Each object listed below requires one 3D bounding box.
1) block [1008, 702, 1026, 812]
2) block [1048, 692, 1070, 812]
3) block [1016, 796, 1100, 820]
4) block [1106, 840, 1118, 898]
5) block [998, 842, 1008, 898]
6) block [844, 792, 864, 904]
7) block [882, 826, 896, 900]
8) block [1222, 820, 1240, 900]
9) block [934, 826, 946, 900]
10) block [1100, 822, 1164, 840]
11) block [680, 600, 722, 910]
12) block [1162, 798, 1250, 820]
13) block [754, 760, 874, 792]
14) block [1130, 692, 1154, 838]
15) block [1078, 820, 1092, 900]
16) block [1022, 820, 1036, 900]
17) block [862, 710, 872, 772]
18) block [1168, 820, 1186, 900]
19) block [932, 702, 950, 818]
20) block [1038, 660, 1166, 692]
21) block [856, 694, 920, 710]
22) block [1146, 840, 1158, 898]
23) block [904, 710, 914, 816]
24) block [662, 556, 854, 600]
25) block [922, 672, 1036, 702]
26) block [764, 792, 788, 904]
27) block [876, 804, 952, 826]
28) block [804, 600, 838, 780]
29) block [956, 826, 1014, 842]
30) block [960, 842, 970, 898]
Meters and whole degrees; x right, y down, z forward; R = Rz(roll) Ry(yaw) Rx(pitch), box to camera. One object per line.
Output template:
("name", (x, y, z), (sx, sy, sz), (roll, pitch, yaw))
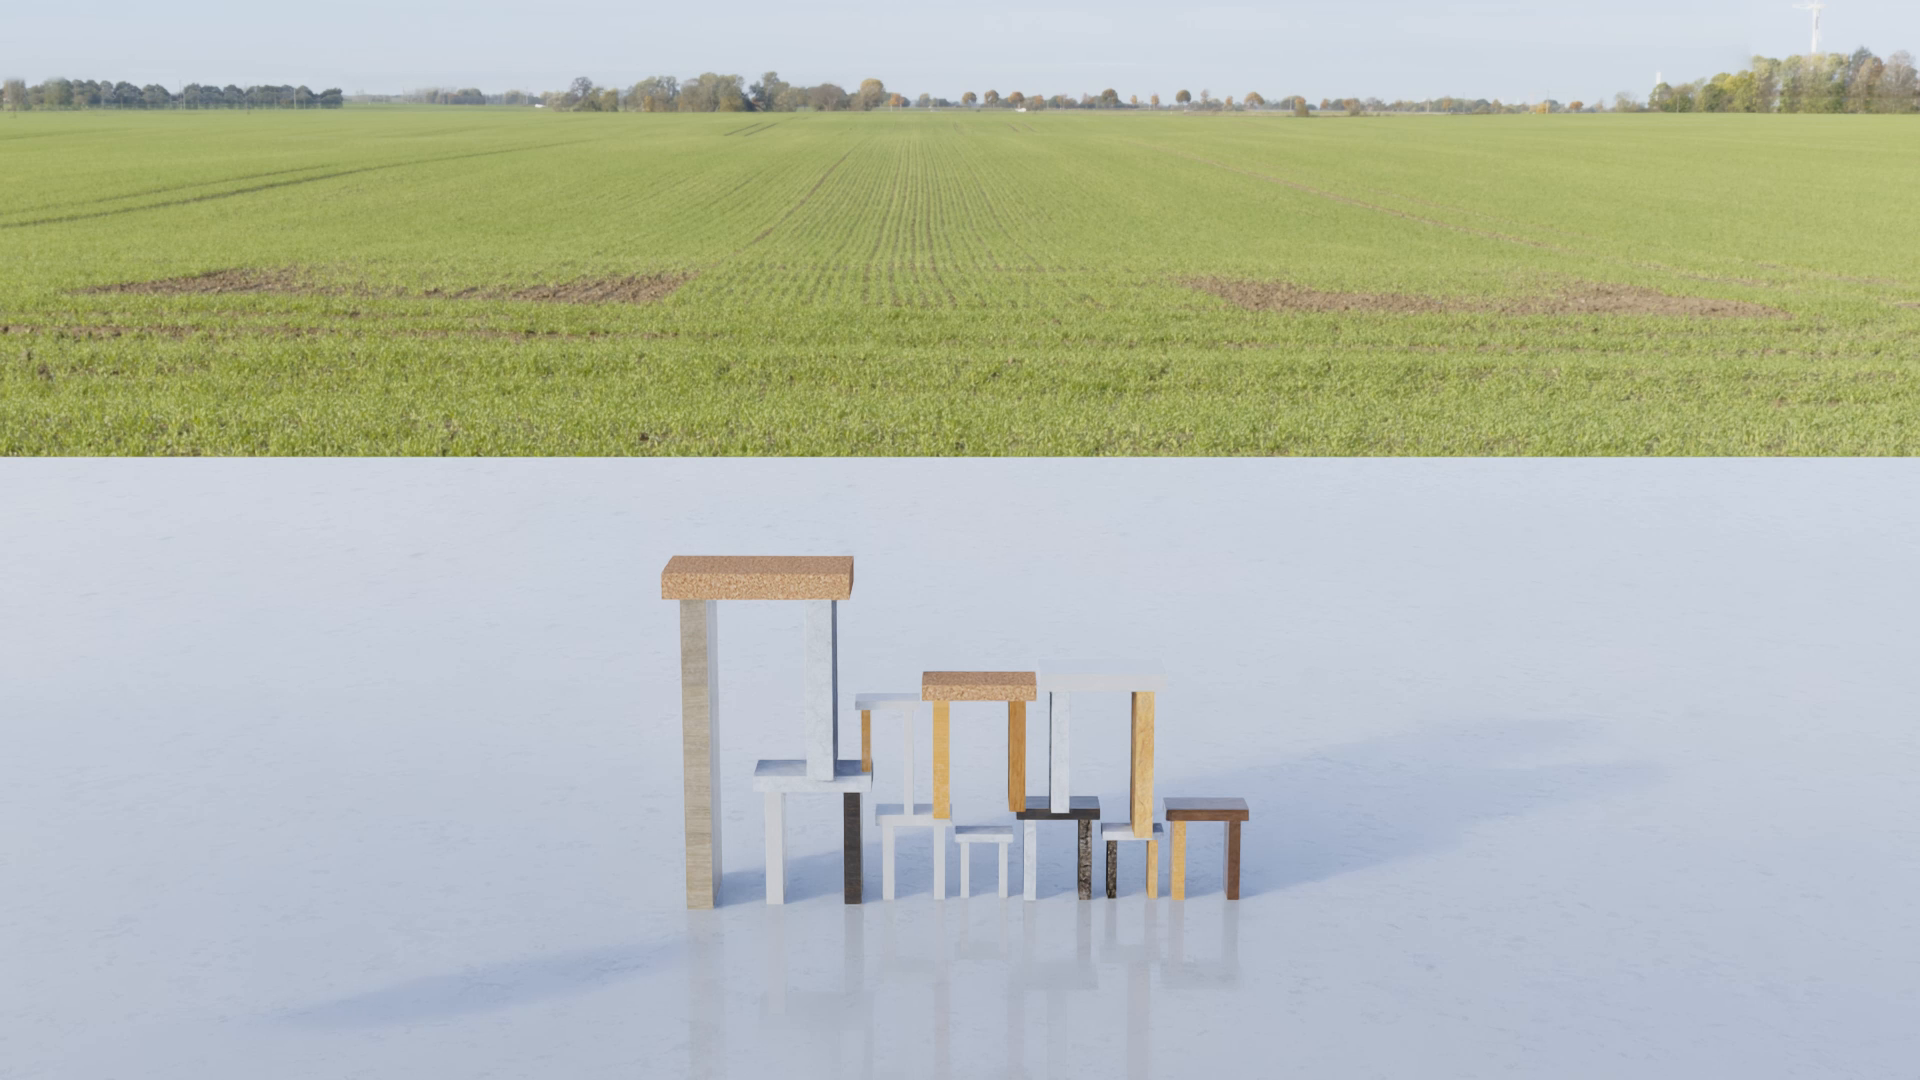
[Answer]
("block", (0.093, 0.344, 3.623), (0.026, 0.186, 0.093), (0, 11, 0))
("block", (0.164, 0.335, 3.619), (0.029, 0.204, 0.102), (0, 11, 0))
("block", (0.162, 0.444, 3.646), (0.138, 0.020, 0.069), (0, 11, 0))
("block", (0.252, 0.540, 3.661), (0.014, 0.101, 0.050), (0, 11, 0))
("block", (0.072, 0.542, 3.665), (0.014, 0.095, 0.048), (0, 11, 0))
("block", (-0.177, 0.497, 3.647), (0.027, 0.192, 0.096), (0, 11, 0))
("block", (-0.118, 0.527, 3.661), (0.018, 0.127, 0.063), (0, 11, 0))
("block", (0.452, 0.522, 3.660), (0.019, 0.136, 0.068), (0, 11, 0))
("block", (-0.034, 0.527, 3.661), (0.018, 0.127, 0.063), (0, 11, 0))
("block", (0.286, 0.484, 3.649), (0.101, 0.014, 0.050), (0, 11, 0))
("block", (-0.425, 0.336, 3.620), (0.042, 0.518, 0.149), (0, 11, 0))
("block", (0.407, 0.446, 3.646), (0.136, 0.019, 0.068), (0, 11, 0))
("block", (-0.240, 0.389, 3.627), (0.192, 0.027, 0.096), (0, 11, 0))
("block", (0.300, 0.357, 3.621), (0.029, 0.246, 0.102), (0, 11, 0))
("block", (0.208, 0.522, 3.660), (0.020, 0.138, 0.069), (0, 11, 0))
("block", (0.116, 0.522, 3.660), (0.020, 0.138, 0.069), (0, 11, 0))
("block", (-0.154, 0.324, 3.619), (0.015, 0.104, 0.052), (0, 11, 0))
("block", (0.362, 0.522, 3.660), (0.019, 0.136, 0.068), (0, 11, 0))
("block", (-0.031, 0.350, 3.624), (0.026, 0.199, 0.093), (0, 11, 0))
("block", (0.232, 0.221, 3.597), (0.204, 0.029, 0.102), (0, 11, 0))
("block", (-0.119, 0.265, 3.608), (0.104, 0.015, 0.052), (0, 11, 0))
("block", (0.319, 0.540, 3.661), (0.014, 0.101, 0.050), (0, 11, 0))
("block", (-0.084, 0.360, 3.626), (0.015, 0.178, 0.052), (0, 11, 0))
("block", (-0.325, 0.061, 3.569), (0.299, 0.042, 0.149), (0, 11, 0))
("block", (0.031, 0.239, 3.604), (0.186, 0.026, 0.093), (0, 11, 0))
("block", (-0.304, 0.496, 3.647), (0.027, 0.192, 0.096), (0, 11, 0))
("block", (-0.076, 0.456, 3.648), (0.127, 0.018, 0.063), (0, 11, 0))
("block", (-0.226, 0.228, 3.600), (0.042, 0.299, 0.149), (0, 11, 0))
("block", (0.040, 0.489, 3.655), (0.095, 0.014, 0.048), (0, 11, 0))
("block", (0.008, 0.542, 3.665), (0.014, 0.095, 0.048), (0, 11, 0))
